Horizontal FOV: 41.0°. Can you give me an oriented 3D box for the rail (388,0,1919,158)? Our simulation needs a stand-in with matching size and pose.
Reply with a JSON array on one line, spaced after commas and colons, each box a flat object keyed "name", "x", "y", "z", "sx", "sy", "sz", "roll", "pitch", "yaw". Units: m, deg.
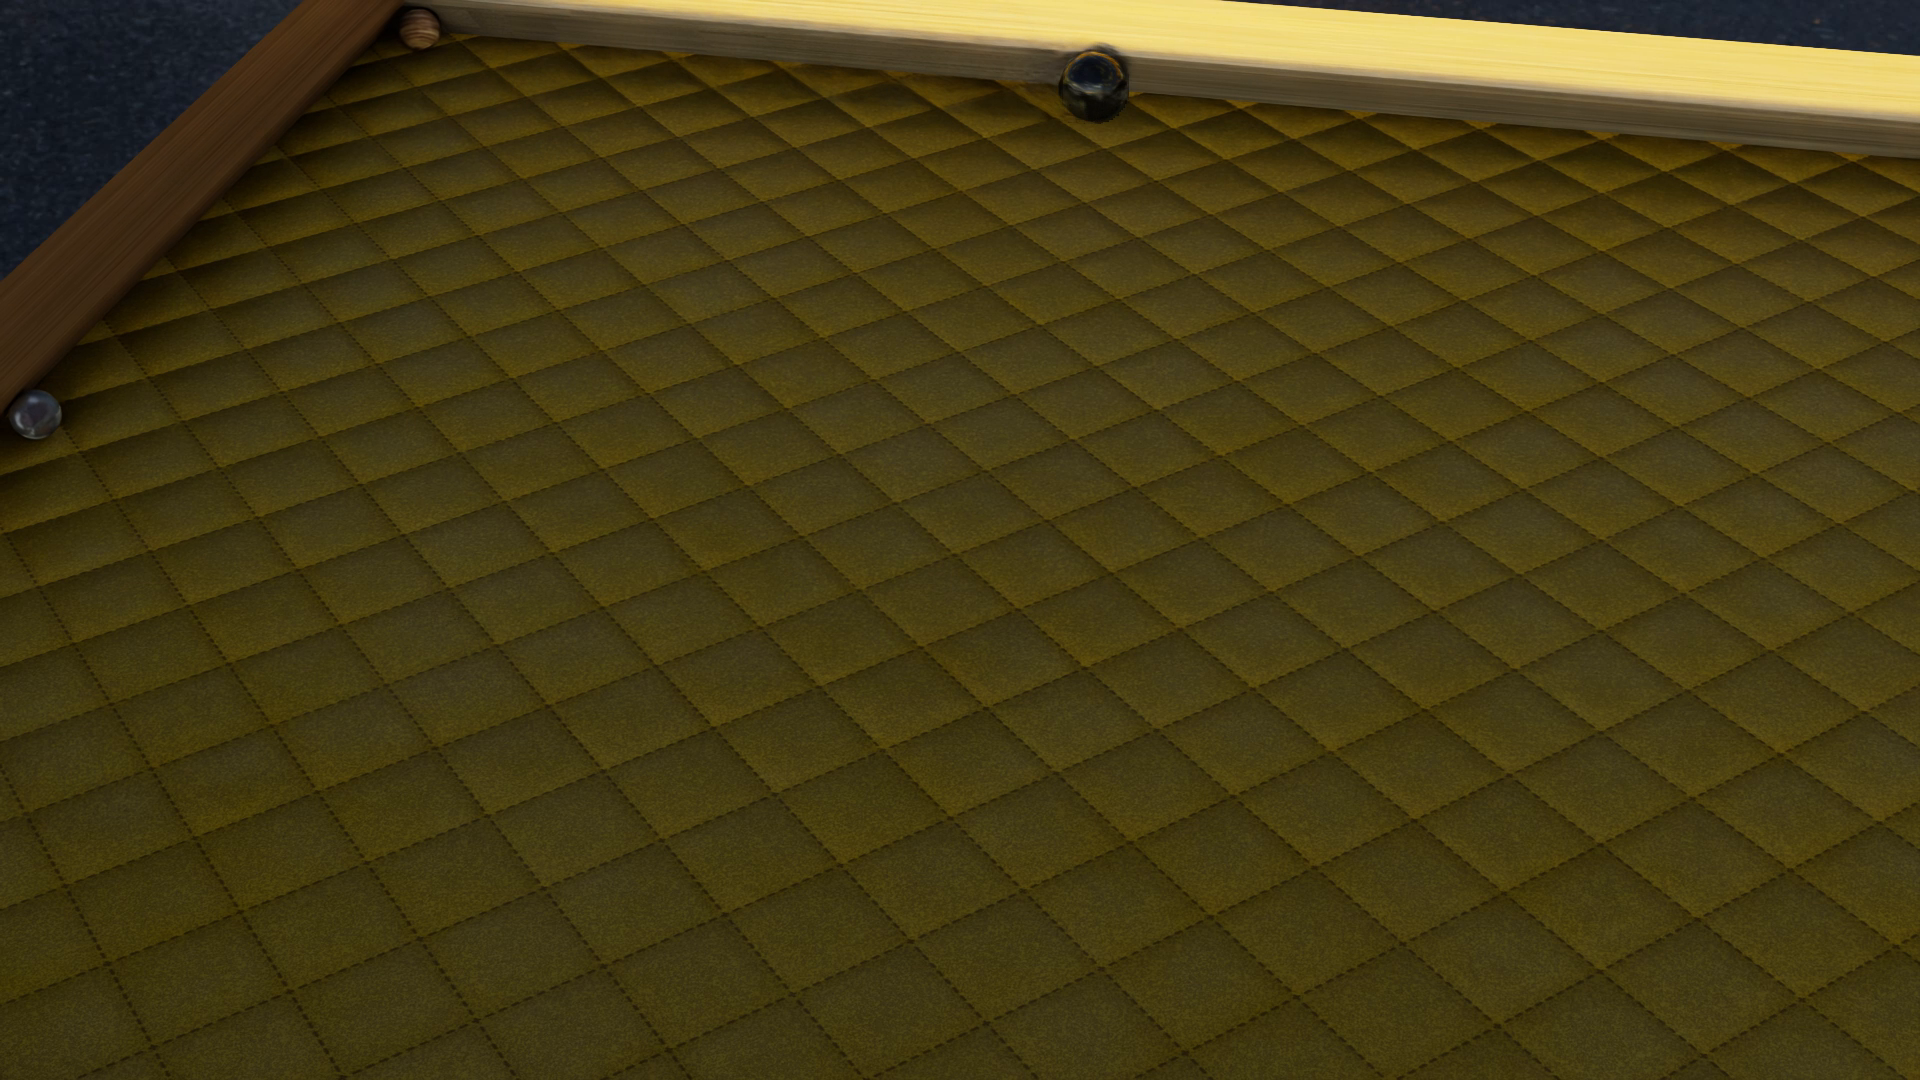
[{"name": "rail", "x": 1.016, "y": -0.417, "z": 2.560, "sx": 3.406, "sy": 0.109, "sz": 0.045, "roll": 7, "pitch": 35, "yaw": 10}]

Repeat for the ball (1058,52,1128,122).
[{"name": "ball", "x": 0.139, "y": -0.473, "z": 2.676, "sx": 0.072, "sy": 0.072, "sz": 0.072, "roll": 0, "pitch": 34, "yaw": 0}]

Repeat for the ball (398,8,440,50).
[{"name": "ball", "x": -0.597, "y": -0.563, "z": 2.832, "sx": 0.046, "sy": 0.046, "sz": 0.046, "roll": 0, "pitch": 34, "yaw": 0}]

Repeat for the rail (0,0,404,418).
[{"name": "rail", "x": -0.810, "y": -0.117, "z": 2.119, "sx": 0.045, "sy": 0.109, "sz": 1.837, "roll": 7, "pitch": 35, "yaw": 10}]

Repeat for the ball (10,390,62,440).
[{"name": "ball", "x": -0.780, "y": -0.106, "z": 2.164, "sx": 0.042, "sy": 0.042, "sz": 0.042, "roll": 0, "pitch": 34, "yaw": 0}]
